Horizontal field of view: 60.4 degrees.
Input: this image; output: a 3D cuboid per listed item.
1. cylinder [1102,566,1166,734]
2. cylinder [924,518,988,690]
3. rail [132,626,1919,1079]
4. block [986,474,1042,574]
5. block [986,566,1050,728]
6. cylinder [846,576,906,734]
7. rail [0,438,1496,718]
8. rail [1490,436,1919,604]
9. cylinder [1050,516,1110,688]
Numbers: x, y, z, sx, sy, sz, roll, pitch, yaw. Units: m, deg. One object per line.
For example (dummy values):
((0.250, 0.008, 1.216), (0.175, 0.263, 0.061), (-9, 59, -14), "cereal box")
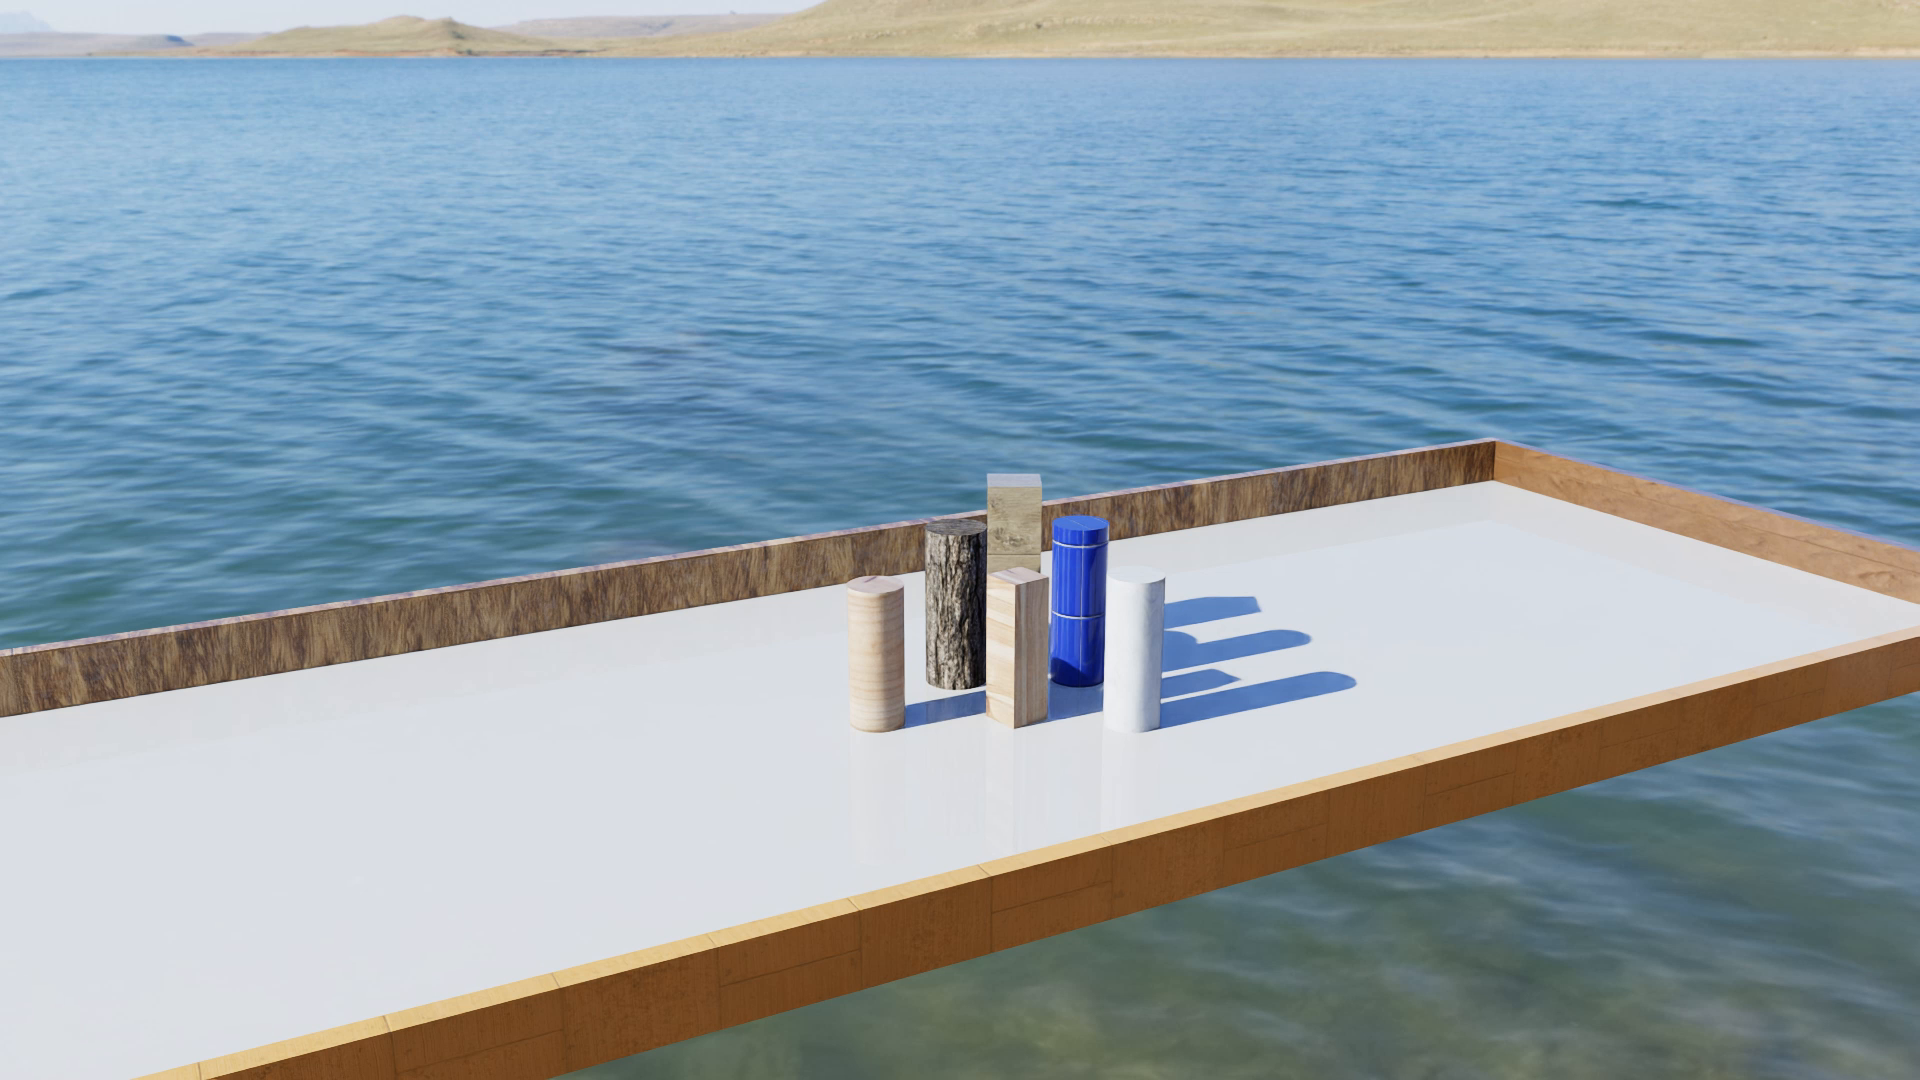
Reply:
((0.405, 0.254, 3.841), (0.135, 0.366, 0.135), (0, 16, 0), "cylinder")
((-0.010, 0.159, 4.105), (0.154, 0.399, 0.154), (0, 16, 0), "cylinder")
((-2.336, 1.006, 1.665), (12.000, 0.150, 0.050), (-9, 18, -27), "rail")
((0.141, 0.060, 4.352), (0.139, 0.450, 0.139), (0, 16, 0), "block")
((0.135, 0.252, 3.870), (0.103, 0.353, 0.103), (-12, 20, -36), "block")
((-0.195, 0.266, 3.844), (0.132, 0.342, 0.132), (0, 16, 0), "cylinder")
((-3.305, 0.497, 3.399), (12.000, 0.150, 0.050), (-9, 18, -27), "rail")
((2.466, -0.048, 5.253), (0.050, 0.150, 2.100), (-9, 18, -27), "rail")
((0.297, 0.153, 4.113), (0.139, 0.407, 0.139), (0, 16, 0), "cylinder")
